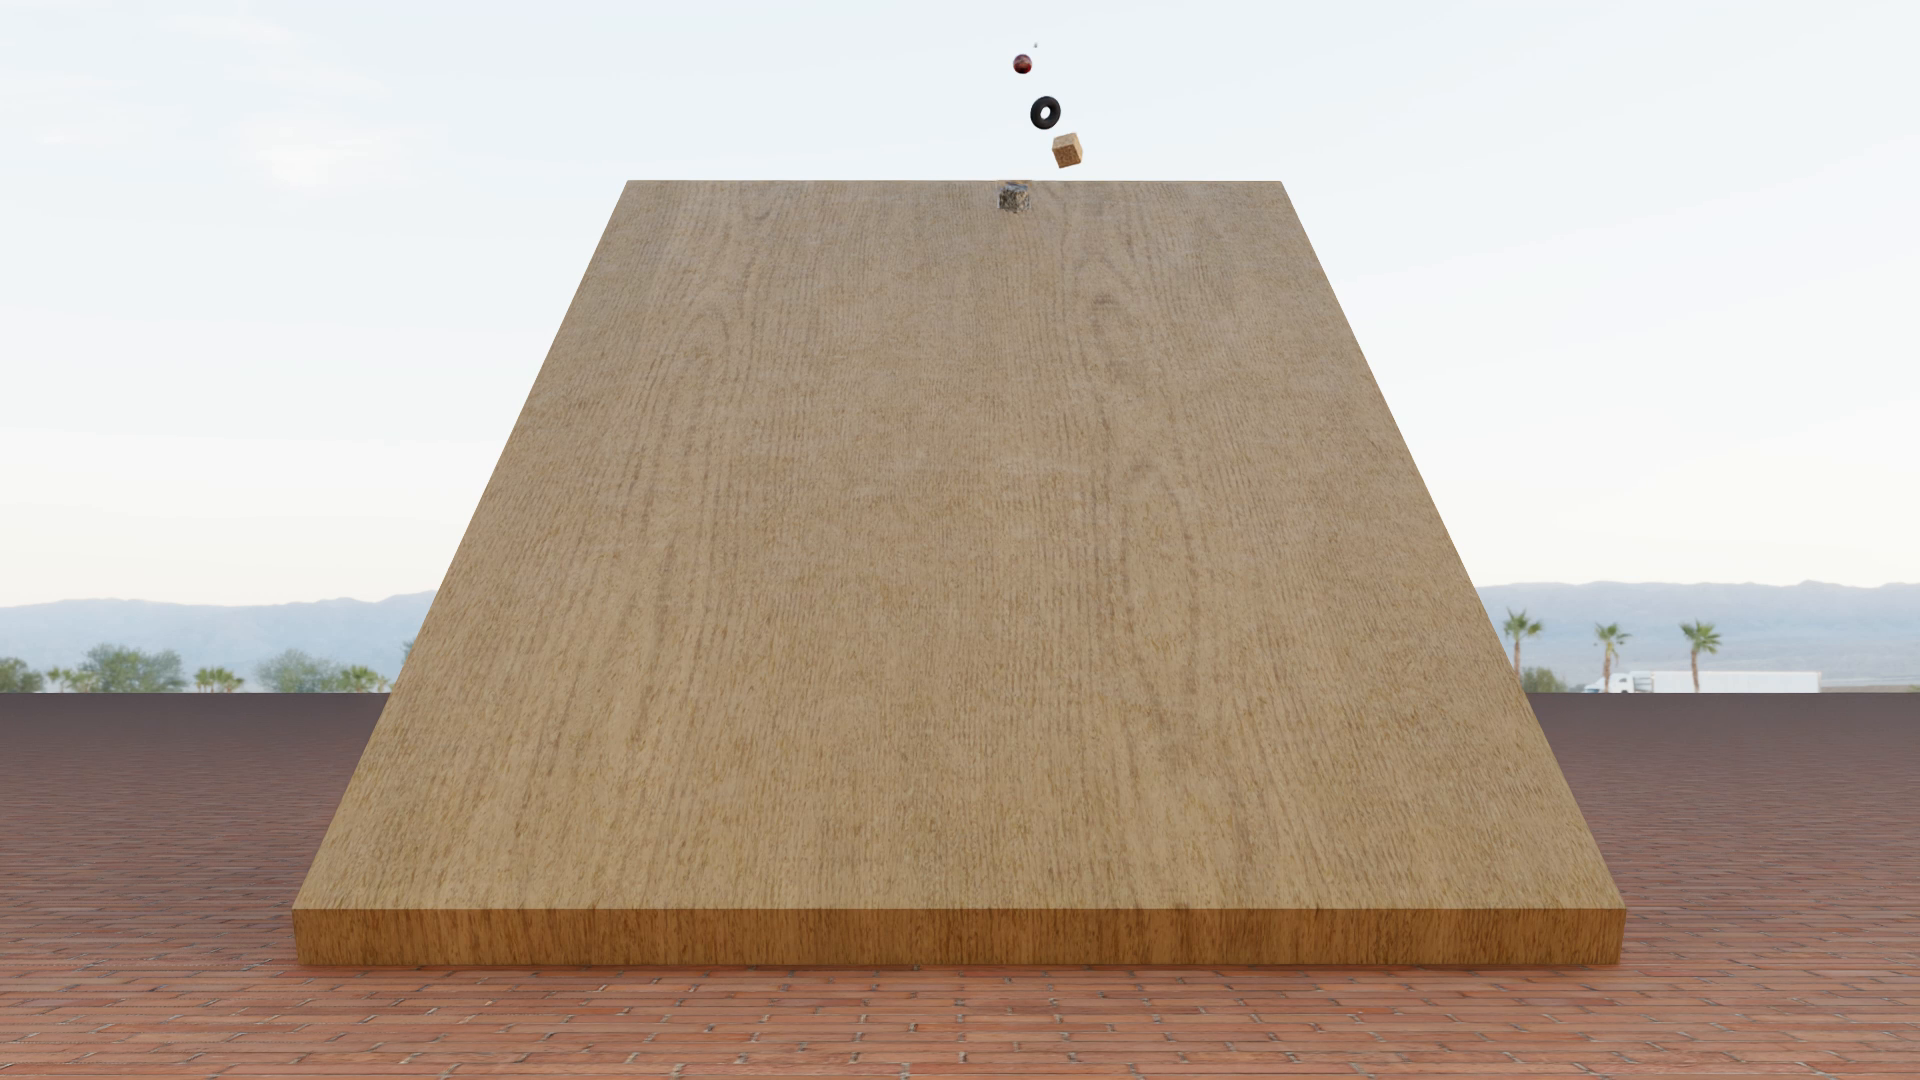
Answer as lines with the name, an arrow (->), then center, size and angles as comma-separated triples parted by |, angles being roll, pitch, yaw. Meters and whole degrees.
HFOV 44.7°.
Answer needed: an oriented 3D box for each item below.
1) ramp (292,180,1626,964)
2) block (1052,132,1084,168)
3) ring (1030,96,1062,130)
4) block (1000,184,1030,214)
ramp -> -0.008, -0.229, 5.334 | 2.000, 0.100, 4.000 | 0, 24, 0
block -> 0.306, -1.109, 6.639 | 0.067, 0.067, 0.067 | -12, 37, 19
ring -> 0.248, -1.236, 6.748 | 0.100, 0.100, 0.033 | 2, 21, -31
block -> 0.161, -1.002, 6.840 | 0.064, 0.064, 0.064 | 18, 30, 35
